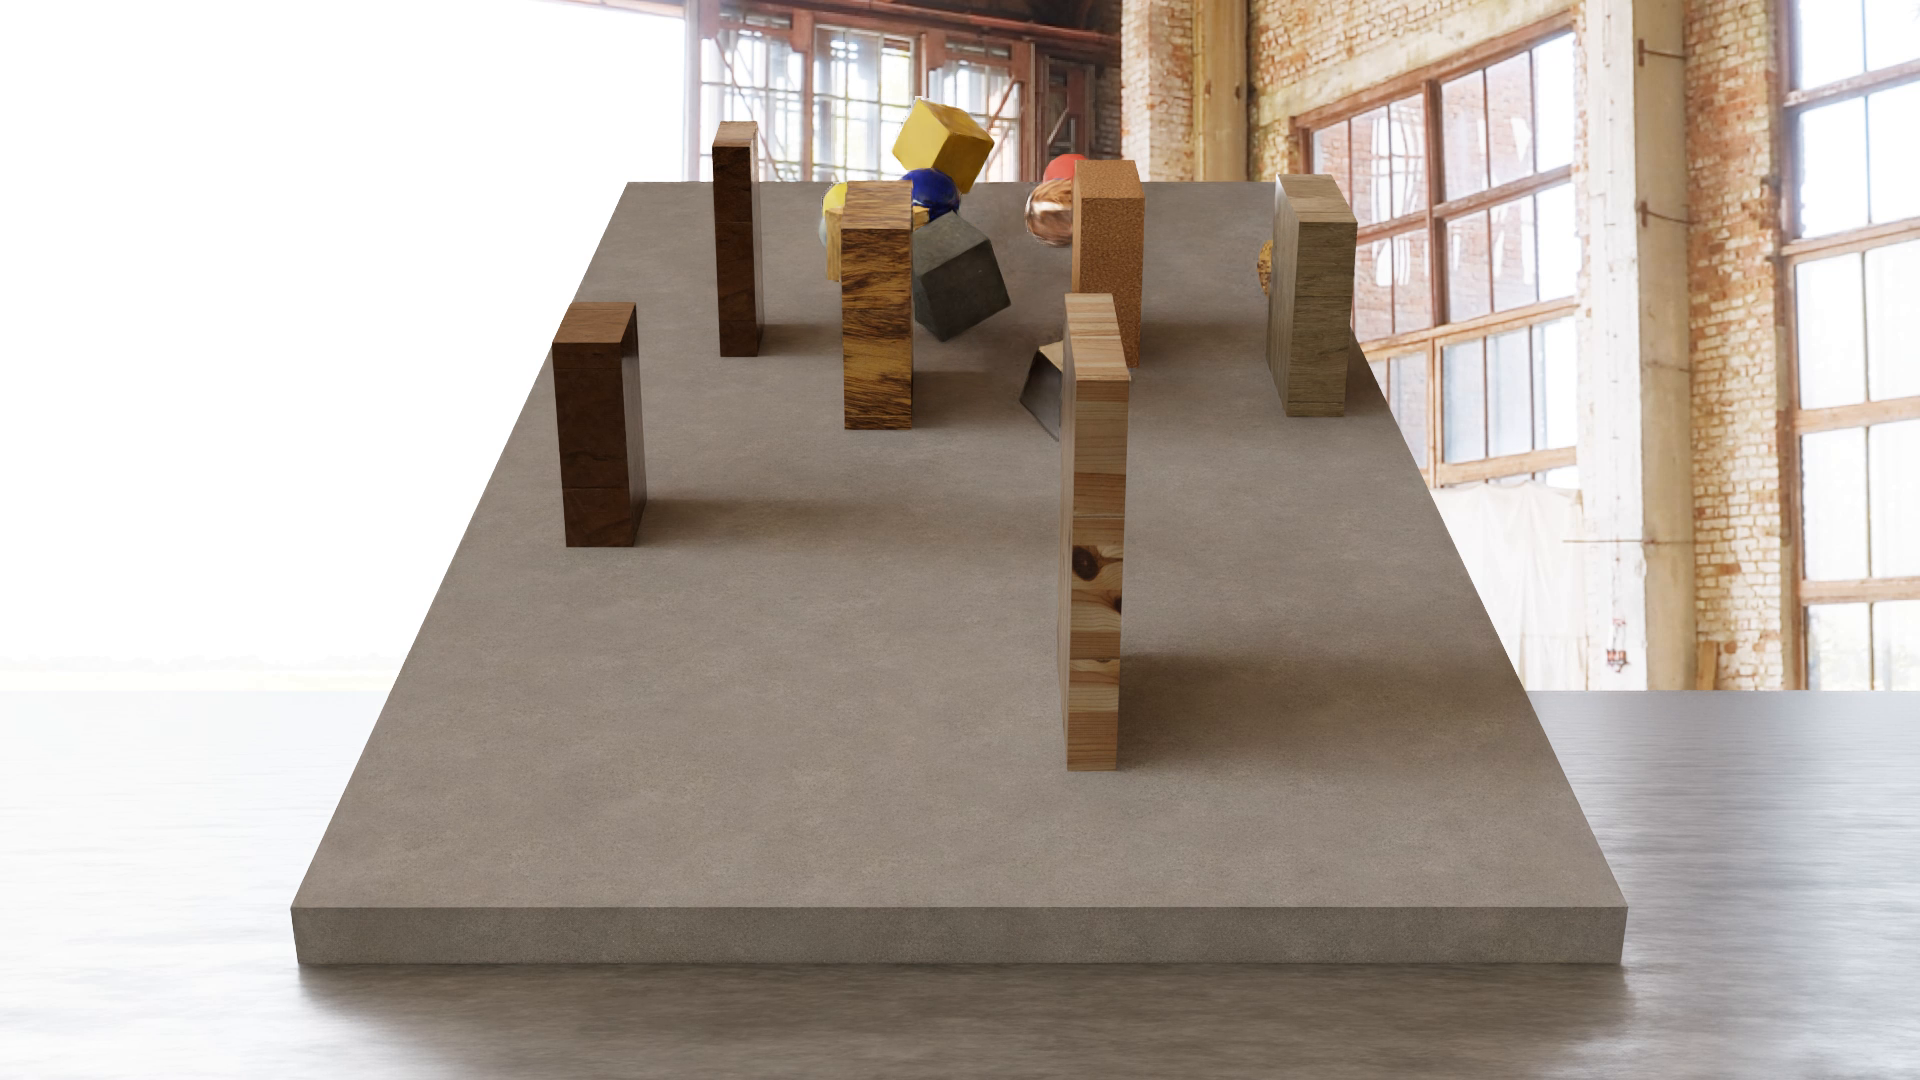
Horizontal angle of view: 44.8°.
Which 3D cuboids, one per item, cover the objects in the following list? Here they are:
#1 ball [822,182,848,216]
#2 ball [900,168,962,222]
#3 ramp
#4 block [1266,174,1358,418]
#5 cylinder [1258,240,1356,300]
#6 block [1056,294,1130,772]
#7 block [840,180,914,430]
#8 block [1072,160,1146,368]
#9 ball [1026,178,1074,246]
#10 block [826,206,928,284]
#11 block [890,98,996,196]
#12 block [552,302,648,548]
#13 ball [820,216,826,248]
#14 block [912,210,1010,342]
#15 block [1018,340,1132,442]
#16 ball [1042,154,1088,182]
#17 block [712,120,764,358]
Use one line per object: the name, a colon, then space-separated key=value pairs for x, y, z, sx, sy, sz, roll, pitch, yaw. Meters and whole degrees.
ball: x=-0.320 y=-0.944 z=6.616 sx=0.141 sy=0.141 sz=0.141 roll=0 pitch=-4 yaw=0
ball: x=-0.096 y=-0.945 z=6.546 sx=0.201 sy=0.201 sz=0.201 roll=0 pitch=-4 yaw=0
ramp: x=-0.008 y=-0.229 z=5.325 sx=2.000 sy=0.100 sz=4.000 roll=0 pitch=24 yaw=0
block: x=0.811 y=-0.572 z=5.409 sx=0.129 sy=0.460 sz=0.394 roll=0 pitch=24 yaw=0
cylinder: x=0.897 y=-0.705 z=6.036 sx=0.177 sy=0.177 sz=0.177 roll=-12 pitch=3 yaw=-29
block: x=0.217 y=-0.018 z=3.902 sx=0.081 sy=0.688 sz=0.422 roll=0 pitch=24 yaw=0
block: x=-0.185 y=-0.542 z=5.328 sx=0.150 sy=0.468 sz=0.390 roll=0 pitch=24 yaw=0
block: x=0.357 y=-0.677 z=5.686 sx=0.149 sy=0.422 sz=0.340 roll=0 pitch=24 yaw=0
ball: x=0.276 y=-0.912 z=6.492 sx=0.187 sy=0.187 sz=0.187 roll=0 pitch=-4 yaw=0
block: x=-0.219 y=-0.786 z=6.205 sx=0.192 sy=0.192 sz=0.192 roll=20 pitch=31 yaw=38
block: x=-0.050 y=-1.135 z=6.734 sx=0.181 sy=0.181 sz=0.181 roll=3 pitch=37 yaw=-43
block: x=-0.721 y=-0.233 z=4.684 sx=0.133 sy=0.432 sz=0.244 roll=0 pitch=24 yaw=0
ball: x=-0.320 y=-0.846 z=6.409 sx=0.133 sy=0.133 sz=0.133 roll=0 pitch=-4 yaw=0
block: x=-0.030 y=-0.651 z=5.749 sx=0.199 sy=0.199 sz=0.199 roll=-30 pitch=38 yaw=-13
block: x=0.257 y=-0.339 z=5.203 sx=0.155 sy=0.155 sz=0.155 roll=-19 pitch=53 yaw=-36
ball: x=0.325 y=-1.044 z=6.806 sx=0.169 sy=0.169 sz=0.169 roll=0 pitch=-4 yaw=0
block: x=-0.539 y=-0.735 z=5.686 sx=0.090 sy=0.523 sz=0.245 roll=0 pitch=24 yaw=0
